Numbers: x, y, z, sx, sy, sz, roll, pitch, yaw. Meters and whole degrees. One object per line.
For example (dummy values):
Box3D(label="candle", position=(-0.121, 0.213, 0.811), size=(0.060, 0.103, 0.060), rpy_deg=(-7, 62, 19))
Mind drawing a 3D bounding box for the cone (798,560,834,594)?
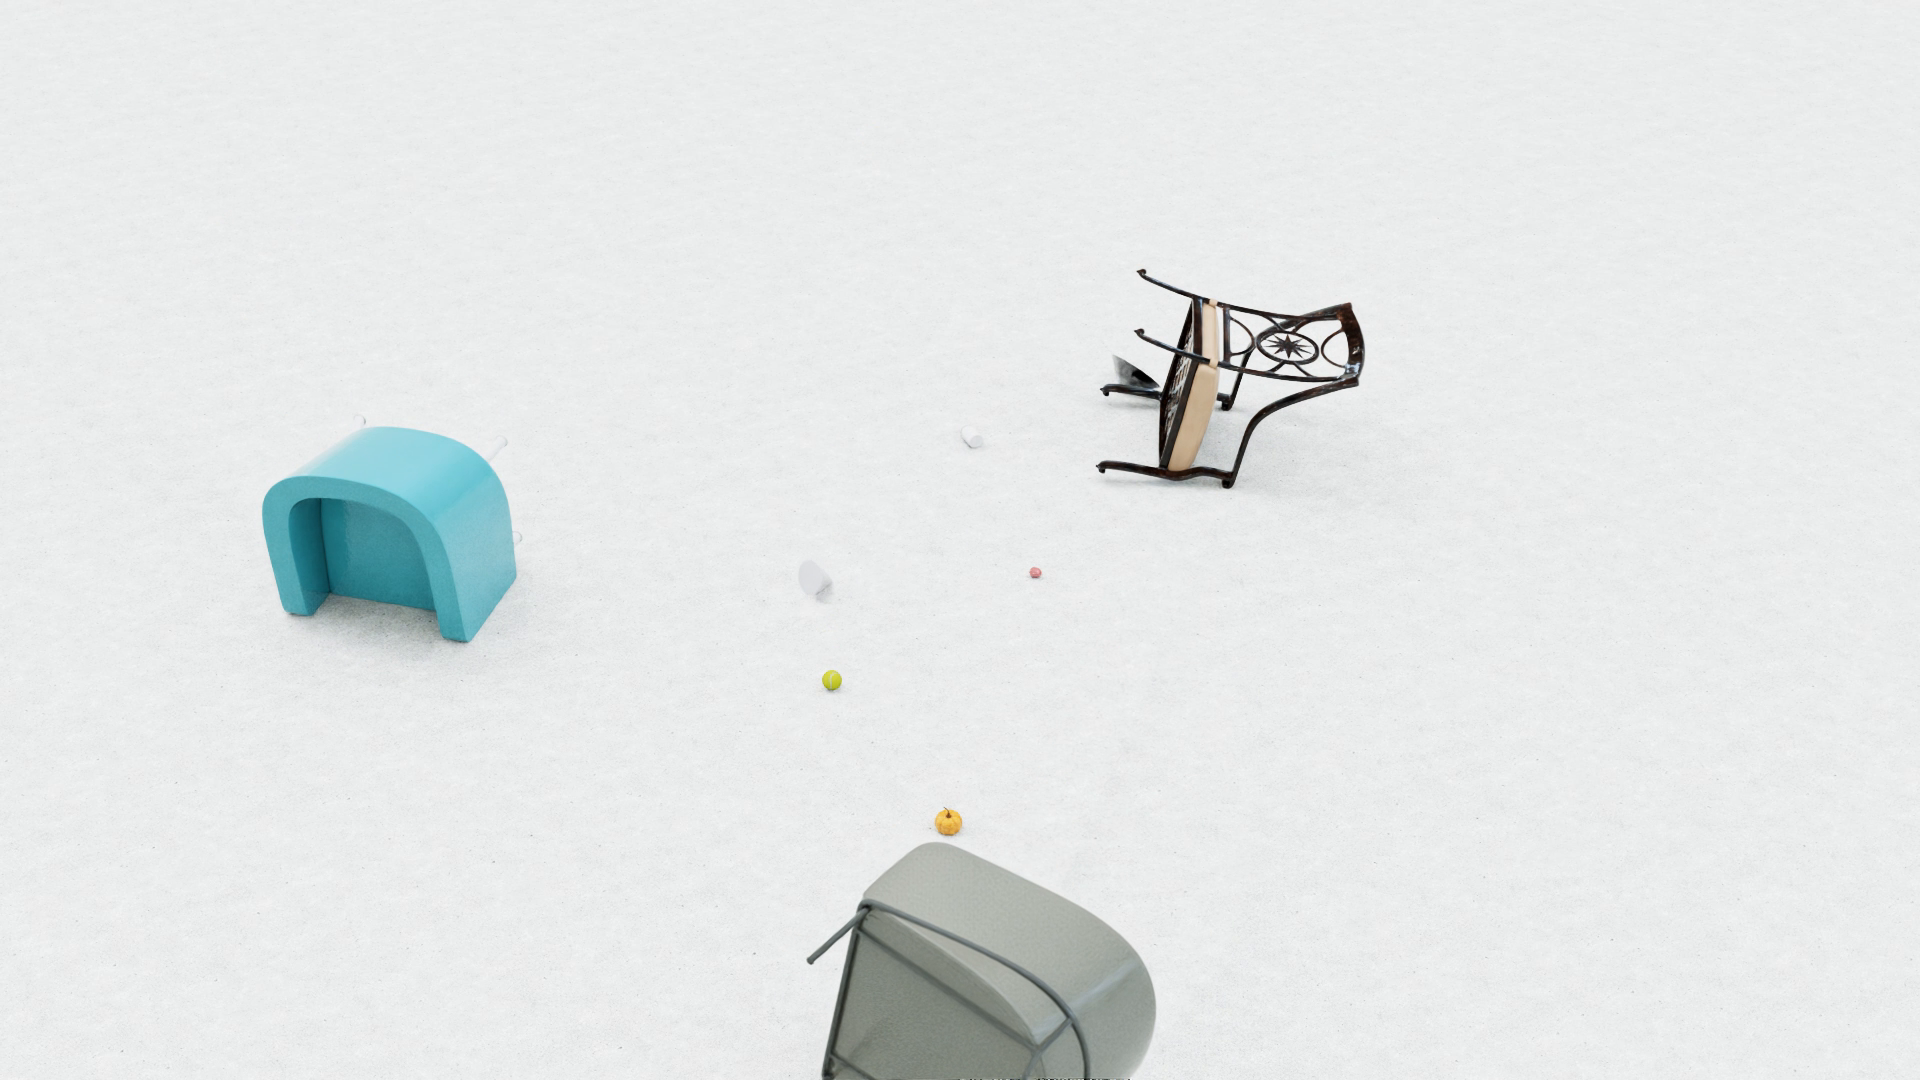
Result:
Box3D(label="cone", position=(-0.502, 0.147, 10.674), size=(0.107, 0.116, 0.176), rpy_deg=(14, 15, -35))

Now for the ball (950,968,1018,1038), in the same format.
Box3D(label="ball", position=(0.072, 1.372, 8.677), size=(0.204, 0.204, 0.204), rpy_deg=(0, 33, 0))

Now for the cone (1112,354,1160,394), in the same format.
Box3D(label="cone", position=(0.678, -0.638, 11.847), size=(0.112, 0.188, 0.282), rpy_deg=(-53, 44, -2))
